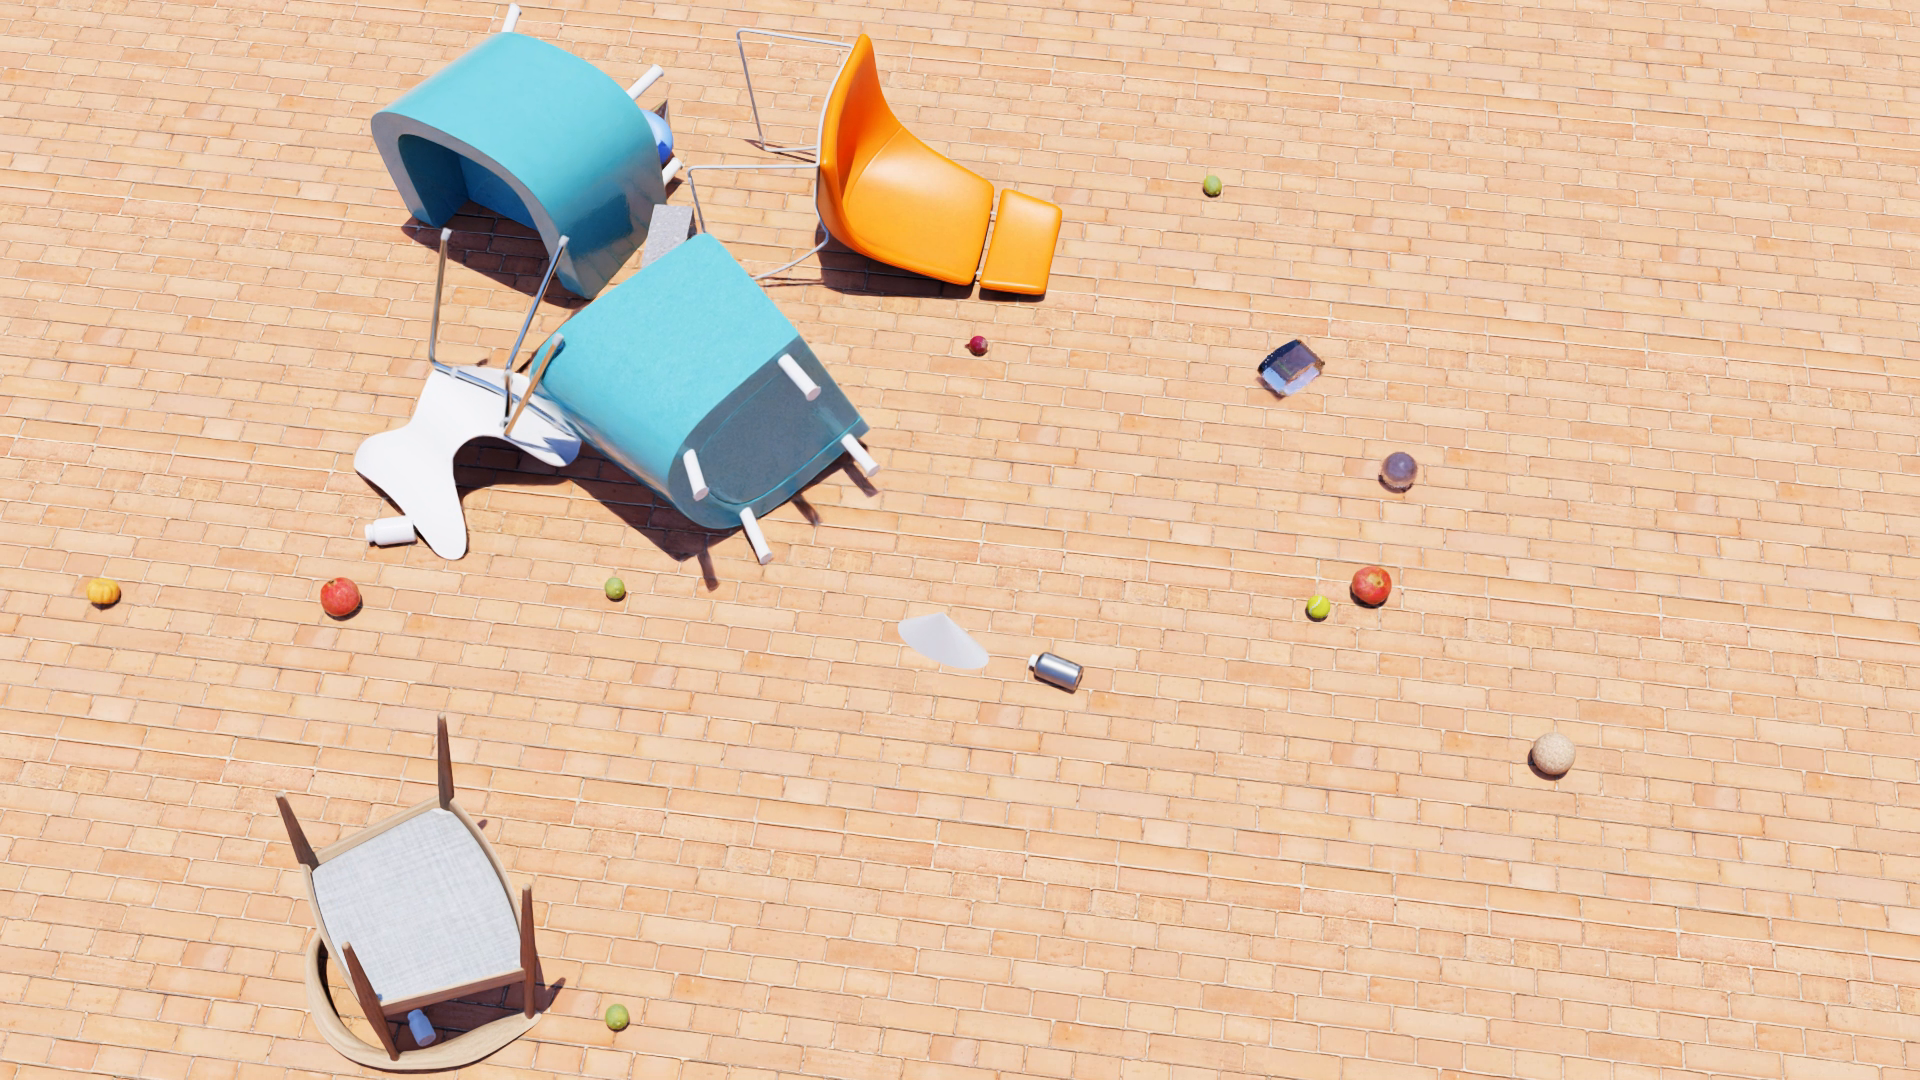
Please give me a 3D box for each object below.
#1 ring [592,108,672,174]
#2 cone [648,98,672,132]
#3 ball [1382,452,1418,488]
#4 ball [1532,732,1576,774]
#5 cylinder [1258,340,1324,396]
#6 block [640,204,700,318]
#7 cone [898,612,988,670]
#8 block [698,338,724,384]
[{"bbox_3d":[-1.099,-1.335,7.370,0.297,0.090,0.225,6,89,18],"label":"ring"},{"bbox_3d":[-1.036,-1.451,7.518,0.193,0.095,0.228,4,43,15],"label":"cone"},{"bbox_3d":[1.330,-0.213,6.651,0.109,0.109,0.109,0,56,0],"label":"ball"},{"bbox_3d":[1.649,0.593,6.105,0.118,0.118,0.118,0,56,0],"label":"ball"},{"bbox_3d":[1.035,-0.540,6.874,0.187,0.103,0.108,-31,62,-20],"label":"cylinder"},{"bbox_3d":[-0.931,-0.896,7.056,0.125,0.198,0.295,4,56,3],"label":"block"},{"bbox_3d":[-0.049,0.251,6.303,0.291,0.170,0.128,23,59,15],"label":"cone"},{"bbox_3d":[-0.781,-0.563,6.895,0.072,0.093,0.106,-5,56,-3],"label":"block"}]
